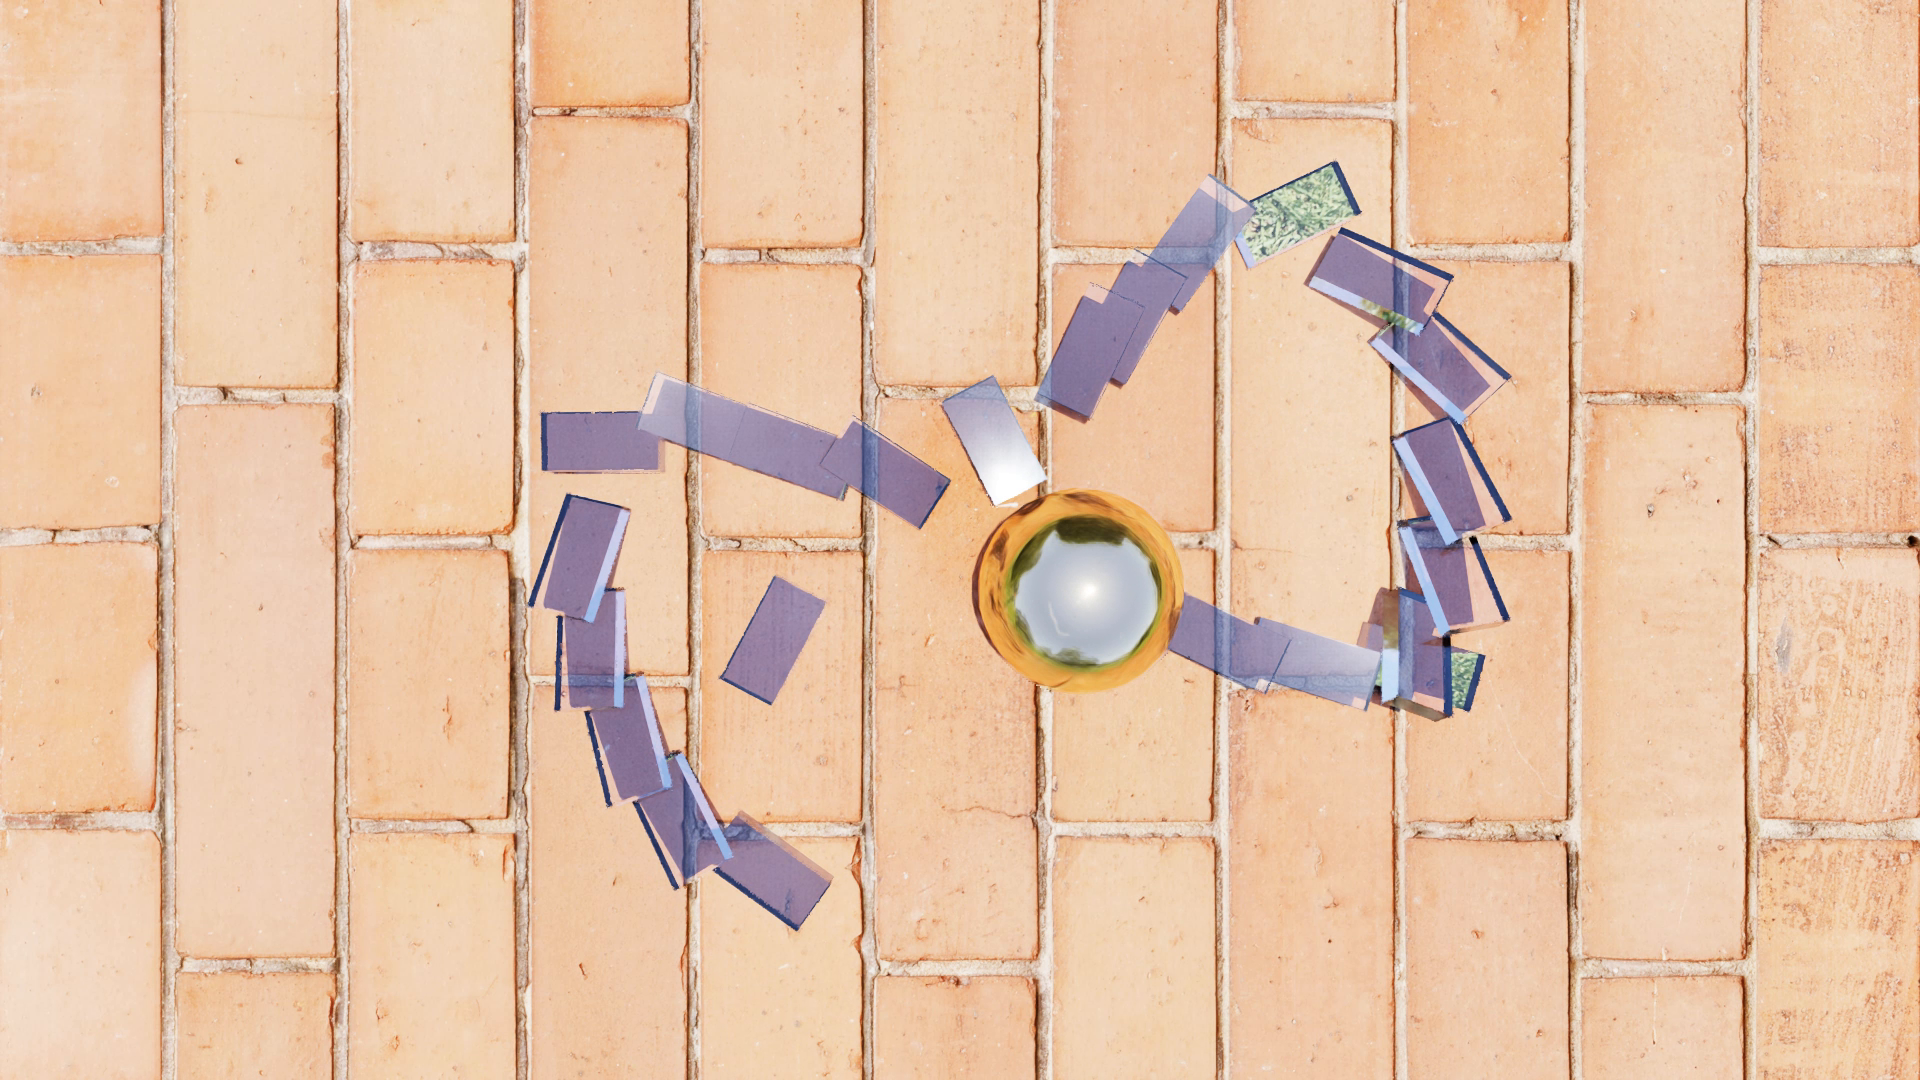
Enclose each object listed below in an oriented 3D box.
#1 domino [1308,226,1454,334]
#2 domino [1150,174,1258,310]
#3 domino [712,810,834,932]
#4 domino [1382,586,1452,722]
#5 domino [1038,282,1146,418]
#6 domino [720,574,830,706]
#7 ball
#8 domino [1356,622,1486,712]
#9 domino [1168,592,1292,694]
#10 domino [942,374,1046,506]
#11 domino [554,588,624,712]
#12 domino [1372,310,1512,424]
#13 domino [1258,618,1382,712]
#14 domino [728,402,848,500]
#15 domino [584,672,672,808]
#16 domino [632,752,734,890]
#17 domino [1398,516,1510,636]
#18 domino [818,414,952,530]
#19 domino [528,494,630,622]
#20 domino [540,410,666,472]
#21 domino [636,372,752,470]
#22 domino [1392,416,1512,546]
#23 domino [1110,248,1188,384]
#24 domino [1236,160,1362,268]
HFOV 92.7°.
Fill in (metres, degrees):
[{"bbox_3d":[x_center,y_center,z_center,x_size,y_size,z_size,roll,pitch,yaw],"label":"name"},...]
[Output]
[{"bbox_3d":[0.179,-0.110,0.390,0.050,0.009,0.025,29,86,12],"label":"domino"},{"bbox_3d":[0.100,-0.126,0.390,0.025,0.010,0.050,36,103,0],"label":"domino"},{"bbox_3d":[-0.083,0.142,0.395,0.050,0.010,0.025,36,90,0],"label":"domino"},{"bbox_3d":[0.189,0.047,0.379,0.025,0.010,0.050,20,60,-7],"label":"domino"},{"bbox_3d":[0.055,-0.079,0.385,0.025,0.009,0.050,25,103,1],"label":"domino"},{"bbox_3d":[-0.080,0.043,0.395,0.025,0.010,0.050,28,90,0],"label":"domino"},{"bbox_3d":[0.047,0.020,0.360,0.080,0.080,0.080,0,90,0],"label":"ball"},{"bbox_3d":[0.197,0.054,0.395,0.050,0.010,0.025,16,90,0],"label":"domino"},{"bbox_3d":[0.111,0.043,0.389,0.050,0.009,0.025,25,92,13],"label":"domino"},{"bbox_3d":[0.015,-0.043,0.395,0.025,0.010,0.050,-27,90,0],"label":"domino"},{"bbox_3d":[-0.157,0.047,0.389,0.025,0.010,0.050,-5,76,0],"label":"domino"},{"bbox_3d":[0.204,-0.077,0.390,0.025,0.010,0.050,-43,78,0],"label":"domino"},{"bbox_3d":[0.150,0.052,0.390,0.050,0.009,0.025,17,90,12],"label":"domino"},{"bbox_3d":[-0.070,-0.038,0.390,0.050,0.010,0.025,20,90,-14],"label":"domino"},{"bbox_3d":[-0.142,0.085,0.389,0.025,0.010,0.050,-20,76,0],"label":"domino"},{"bbox_3d":[-0.120,0.119,0.389,0.025,0.010,0.050,-32,76,0],"label":"domino"},{"bbox_3d":[0.207,0.014,0.386,0.025,0.009,0.050,-10,66,0],"label":"domino"},{"bbox_3d":[-0.032,-0.029,0.389,0.050,0.010,0.025,33,87,-13],"label":"domino"},{"bbox_3d":[-0.161,0.008,0.389,0.025,0.010,0.050,13,77,3],"label":"domino"},{"bbox_3d":[-0.154,-0.042,0.395,0.050,0.010,0.025,-1,90,0],"label":"domino"},{"bbox_3d":[-0.108,-0.050,0.390,0.050,0.009,0.025,20,90,-13],"label":"domino"},{"bbox_3d":[0.208,-0.026,0.388,0.025,0.009,0.050,-19,75,-3],"label":"domino"},{"bbox_3d":[0.072,-0.094,0.390,0.025,0.009,0.050,29,103,0],"label":"domino"},{"bbox_3d":[0.143,-0.140,0.395,0.050,0.009,0.025,-25,90,0],"label":"domino"}]
